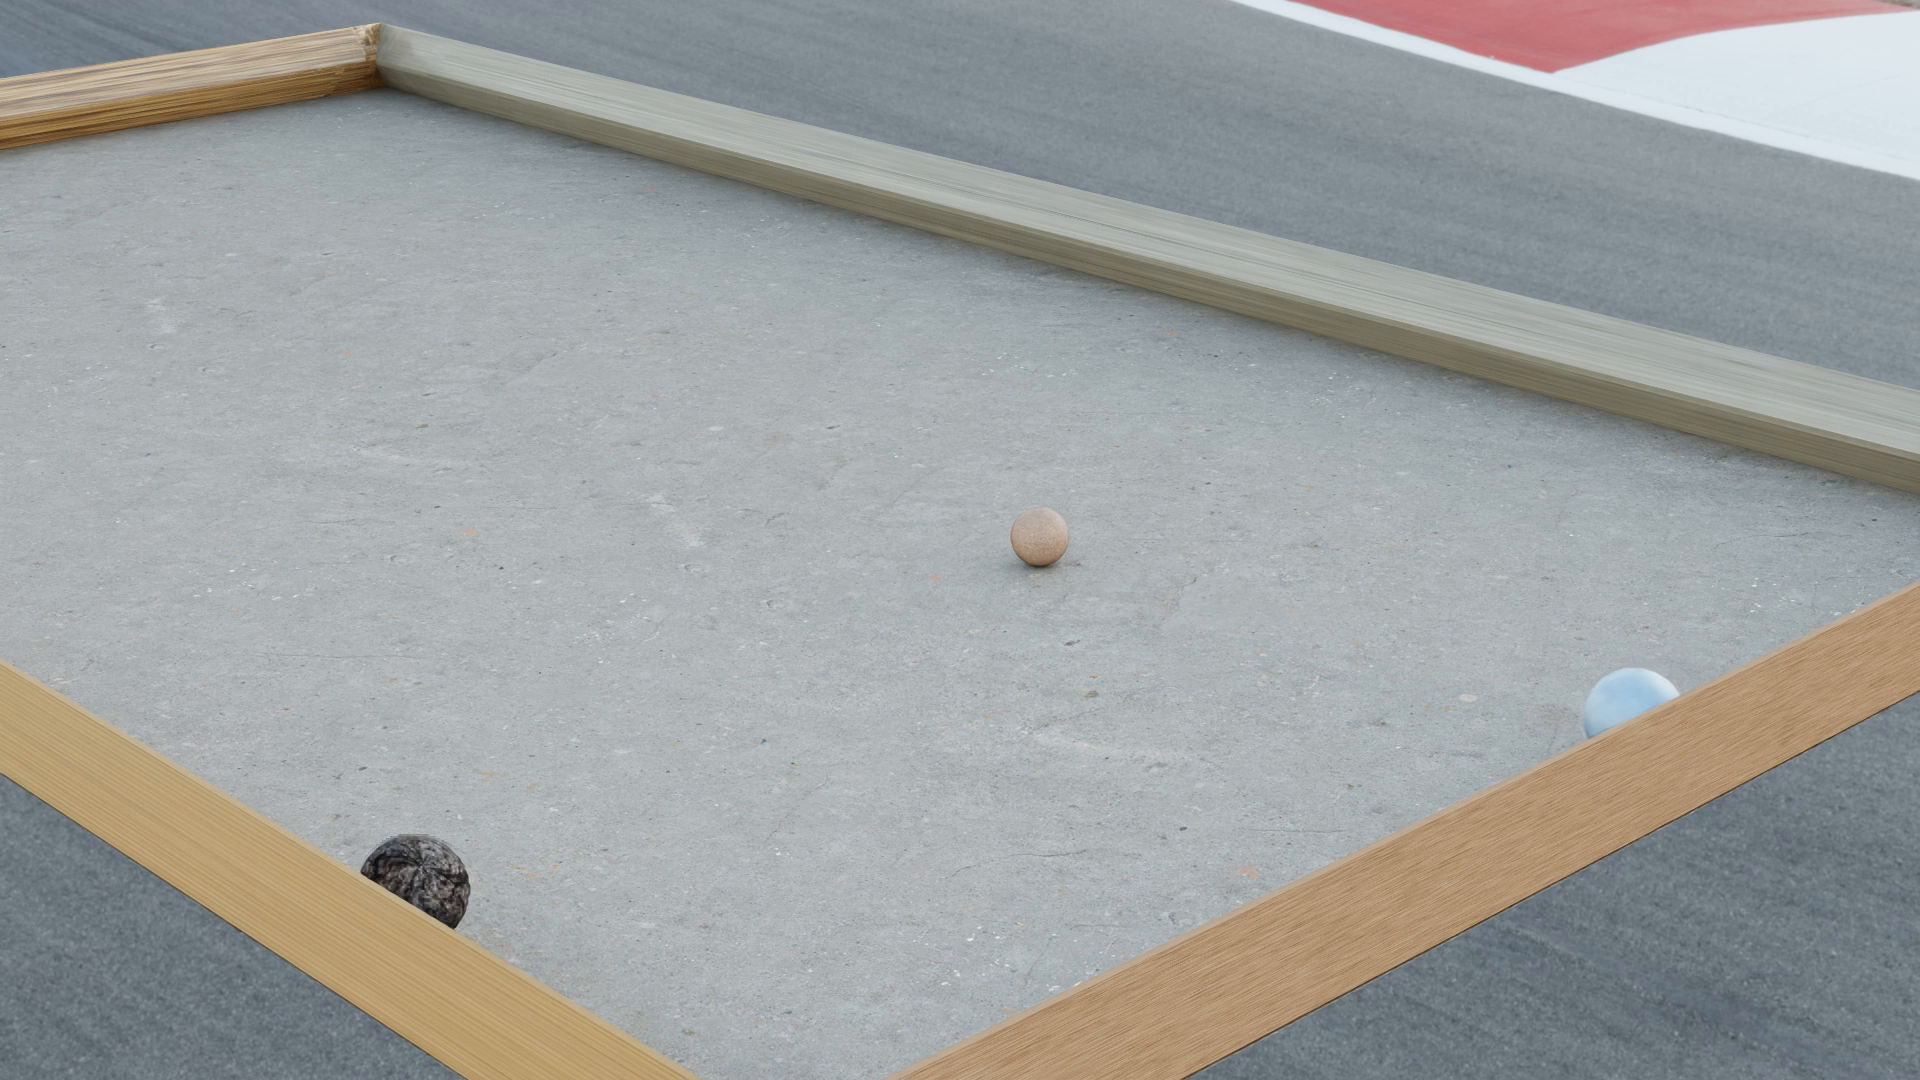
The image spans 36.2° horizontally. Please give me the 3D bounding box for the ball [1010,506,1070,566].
[{"bbox_3d":[0.075,-0.003,2.757,0.056,0.056,0.056,0,20,0],"label":"ball"}]

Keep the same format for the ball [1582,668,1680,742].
[{"bbox_3d":[0.534,0.141,2.331,0.080,0.080,0.080,0,20,0],"label":"ball"}]

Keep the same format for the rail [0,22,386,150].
[{"bbox_3d":[-1.550,-0.586,4.258,1.712,0.104,0.045,-18,27,-40],"label":"rail"}]

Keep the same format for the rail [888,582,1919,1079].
[{"bbox_3d":[0.506,0.168,2.223,1.712,0.104,0.045,-18,27,-40],"label":"rail"}]

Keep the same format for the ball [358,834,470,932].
[{"bbox_3d":[-0.382,0.245,2.053,0.078,0.078,0.078,0,20,0],"label":"ball"}]

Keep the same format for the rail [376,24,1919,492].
[{"bbox_3d":[0.082,-0.408,3.777,0.045,0.104,3.037,-18,27,-40],"label":"rail"}]

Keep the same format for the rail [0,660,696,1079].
[{"bbox_3d":[-1.126,-0.010,2.704,0.045,0.104,3.037,-18,27,-40],"label":"rail"}]
